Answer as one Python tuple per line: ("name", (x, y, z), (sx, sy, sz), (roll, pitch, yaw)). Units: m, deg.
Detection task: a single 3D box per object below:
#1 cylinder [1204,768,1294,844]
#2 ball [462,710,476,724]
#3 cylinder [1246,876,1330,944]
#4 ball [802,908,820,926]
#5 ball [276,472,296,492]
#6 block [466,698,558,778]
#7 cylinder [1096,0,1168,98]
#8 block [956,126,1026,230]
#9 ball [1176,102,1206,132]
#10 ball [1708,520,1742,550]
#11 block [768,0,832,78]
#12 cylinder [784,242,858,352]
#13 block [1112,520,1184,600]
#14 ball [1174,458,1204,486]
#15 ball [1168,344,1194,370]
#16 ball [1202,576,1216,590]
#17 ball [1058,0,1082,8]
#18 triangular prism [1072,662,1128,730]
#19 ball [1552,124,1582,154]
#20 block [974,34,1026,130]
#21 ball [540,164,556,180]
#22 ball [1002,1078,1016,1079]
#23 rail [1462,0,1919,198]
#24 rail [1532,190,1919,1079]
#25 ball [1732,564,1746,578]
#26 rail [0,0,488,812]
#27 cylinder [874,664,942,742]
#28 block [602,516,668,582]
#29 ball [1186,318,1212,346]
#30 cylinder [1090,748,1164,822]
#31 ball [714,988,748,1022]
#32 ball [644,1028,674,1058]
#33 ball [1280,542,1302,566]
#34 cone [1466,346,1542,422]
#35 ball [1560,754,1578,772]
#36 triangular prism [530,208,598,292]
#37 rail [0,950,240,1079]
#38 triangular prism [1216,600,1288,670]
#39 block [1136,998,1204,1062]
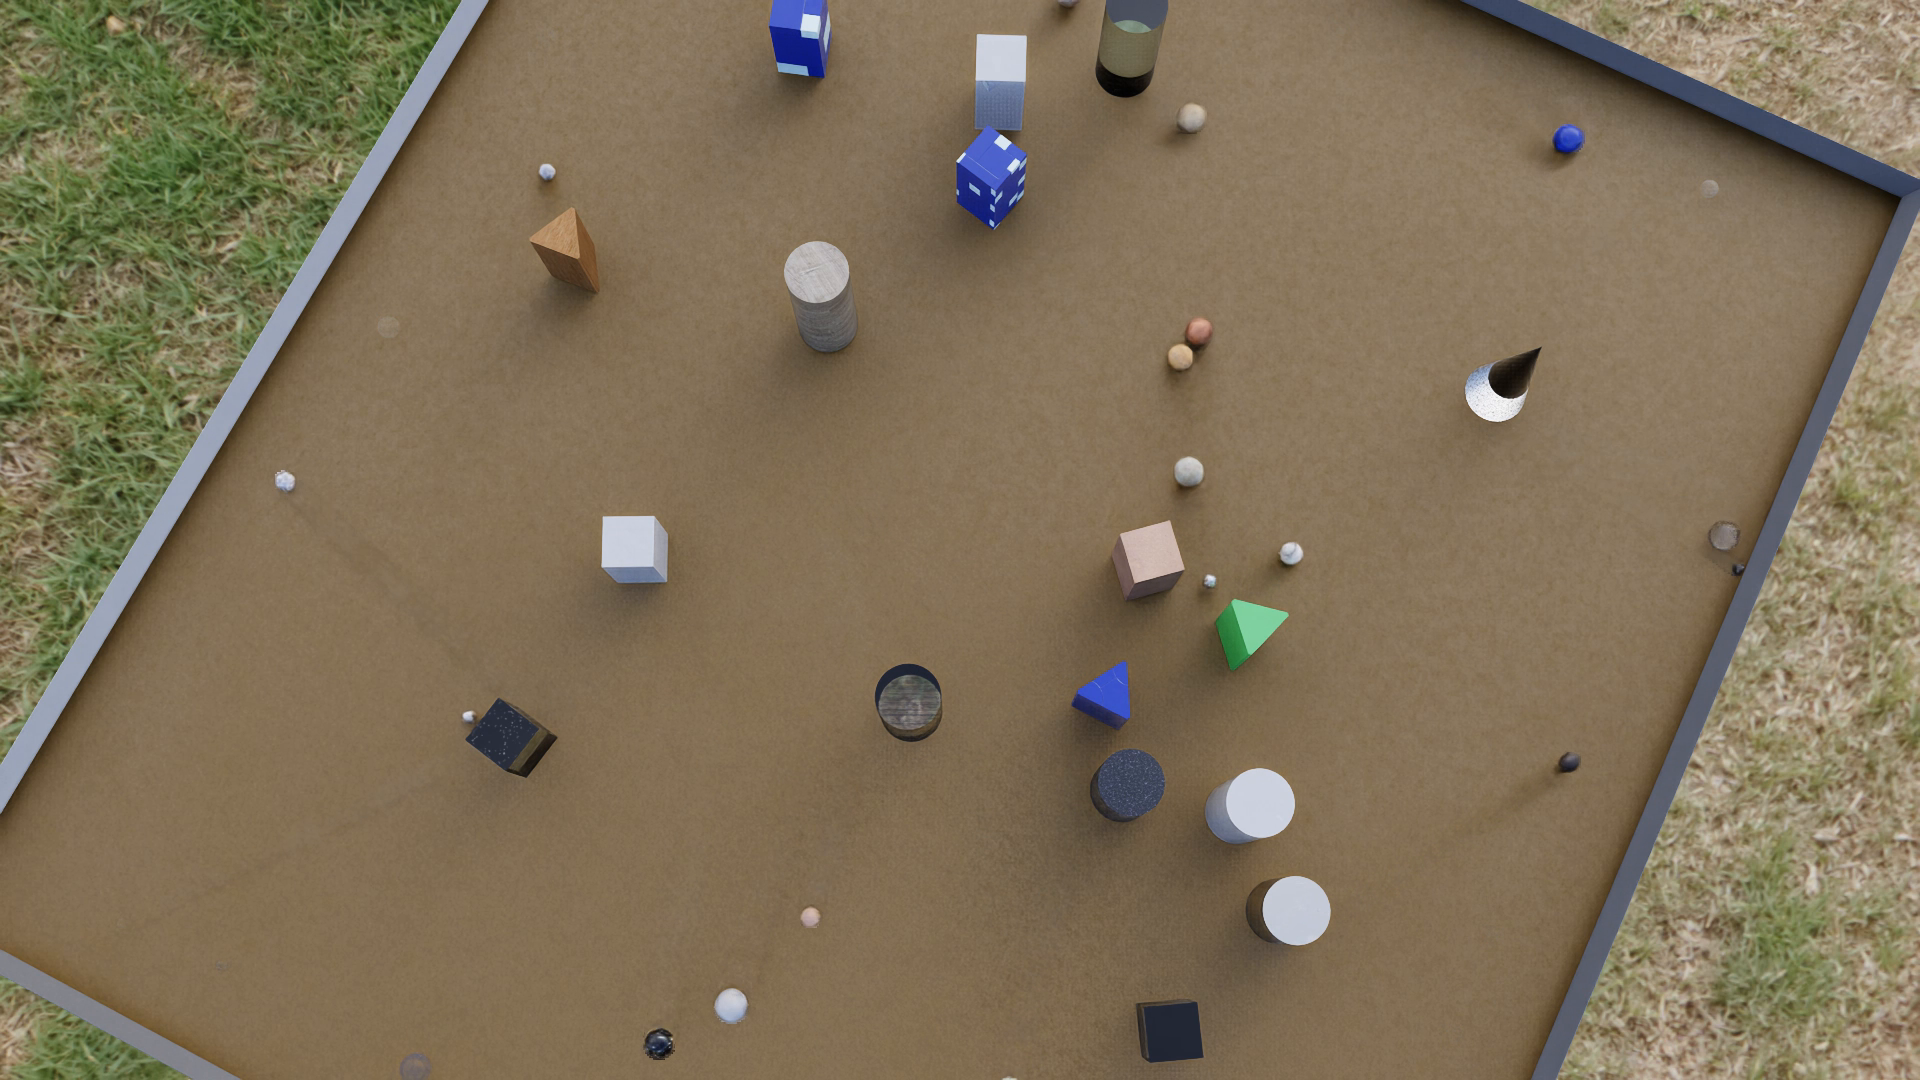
("cylinder", (0.822, 0.764, 5.233), (0.188, 0.442, 0.188), (0, 78, 0))
("ball", (-1.469, 0.531, 5.484), (0.044, 0.044, 0.044), (0, 78, 0))
("cylinder", (0.934, 1.060, 5.238), (0.188, 0.312, 0.188), (0, 78, 0))
("ball", (-0.437, 1.103, 5.360), (0.056, 0.056, 0.056), (0, 78, 0))
("ball", (-2.070, -0.177, 5.624), (0.058, 0.058, 0.058), (0, 78, 0))
("block", (-1.310, 0.582, 5.367), (0.150, 0.252, 0.150), (36, 81, 7))
("cylinder", (0.532, -1.564, 5.716), (0.188, 0.438, 0.188), (0, 78, 0))
("block", (0.096, -1.120, 5.683), (0.150, 0.324, 0.150), (38, 81, 7))
("ball", (0.738, -1.349, 5.849), (0.090, 0.090, 0.090), (0, 78, 0))
("ball", (2.327, -0.015, 5.573), (0.091, 0.091, 0.091), (0, 78, 0))
("block", (-0.502, -1.609, 5.790), (0.150, 0.312, 0.150), (8, 78, 2))
("cylinder", (-0.414, -0.727, 5.528), (0.188, 0.469, 0.188), (0, 78, 0))
("block", (0.556, 0.065, 5.447), (0.150, 0.306, 0.150), (-15, 79, -3))
("ball", (0.702, -0.208, 5.613), (0.091, 0.091, 0.091), (0, 78, 0))
("ball", (0.686, -0.567, 5.693), (0.079, 0.079, 0.079), (0, 78, 0))
("ball", (0.757, 0.128, 5.568), (0.043, 0.043, 0.043), (0, 78, 0))
("ball", (0.356, -1.769, 5.939), (0.086, 0.086, 0.086), (0, 78, 0))
("triangular prism", (0.439, 0.439, 5.367), (0.163, 0.310, 0.141), (27, 80, 5))
("ball", (1.935, -1.278, 5.835), (0.090, 0.090, 0.090), (0, 78, 0))
("block", (0.125, -1.427, 5.733), (0.150, 0.350, 0.150), (2, 78, 0))
("ball", (-1.314, -1.172, 5.833), (0.049, 0.049, 0.049), (0, 78, 0))
("ball", (0.141, 1.581, 5.249), (0.080, 0.080, 0.080), (0, 78, 0))
("rail", (1.048, -2.045, 5.976), (4.411, 0.122, 0.045), (26, 80, 5))
("rail", (1.952, 0.962, 5.354), (0.045, 0.122, 4.732), (26, 80, 5))
("ball", (2.374, 0.093, 5.576), (0.042, 0.042, 0.042), (0, 78, 0))
("rail", (-1.952, -0.949, 5.749), (0.045, 0.122, 4.732), (26, 80, 5))
("cylinder", (-0.146, 0.477, 5.337), (0.188, 0.354, 0.188), (0, 78, 0))
("block", (-0.970, 0.030, 5.480), (0.150, 0.255, 0.150), (-1, 78, 0))
("ball", (0.744, -0.647, 5.706), (0.086, 0.086, 0.086), (0, 78, 0))
("cylinder", (0.481, 0.713, 5.303), (0.188, 0.325, 0.188), (0, 78, 0))
("ball", (-0.660, 1.343, 5.291), (0.094, 0.094, 0.094), (0, 78, 0))
("ball", (-0.866, 1.448, 5.275), (0.082, 0.082, 0.082), (0, 78, 0))
("ball", (1.006, 0.042, 5.573), (0.068, 0.068, 0.068), (0, 78, 0))
("cone", (1.669, -0.508, 5.484), (0.188, 0.466, 0.188), (0, 78, 0))
("ball", (1.812, 0.662, 5.451), (0.055, 0.055, 0.055), (0, 78, 0))
("triangular prism", (-1.190, -0.905, 5.649), (0.163, 0.303, 0.141), (21, 79, 4))
("rail", (-1.048, 2.058, 5.127), (4.411, 0.122, 0.045), (26, 80, 5))
("triangular prism", (0.828, 0.255, 5.387), (0.141, 0.347, 0.163), (44, 82, 8))
("block", (0.593, 1.392, 5.208), (0.150, 0.236, 0.150), (-5, 78, -1))
